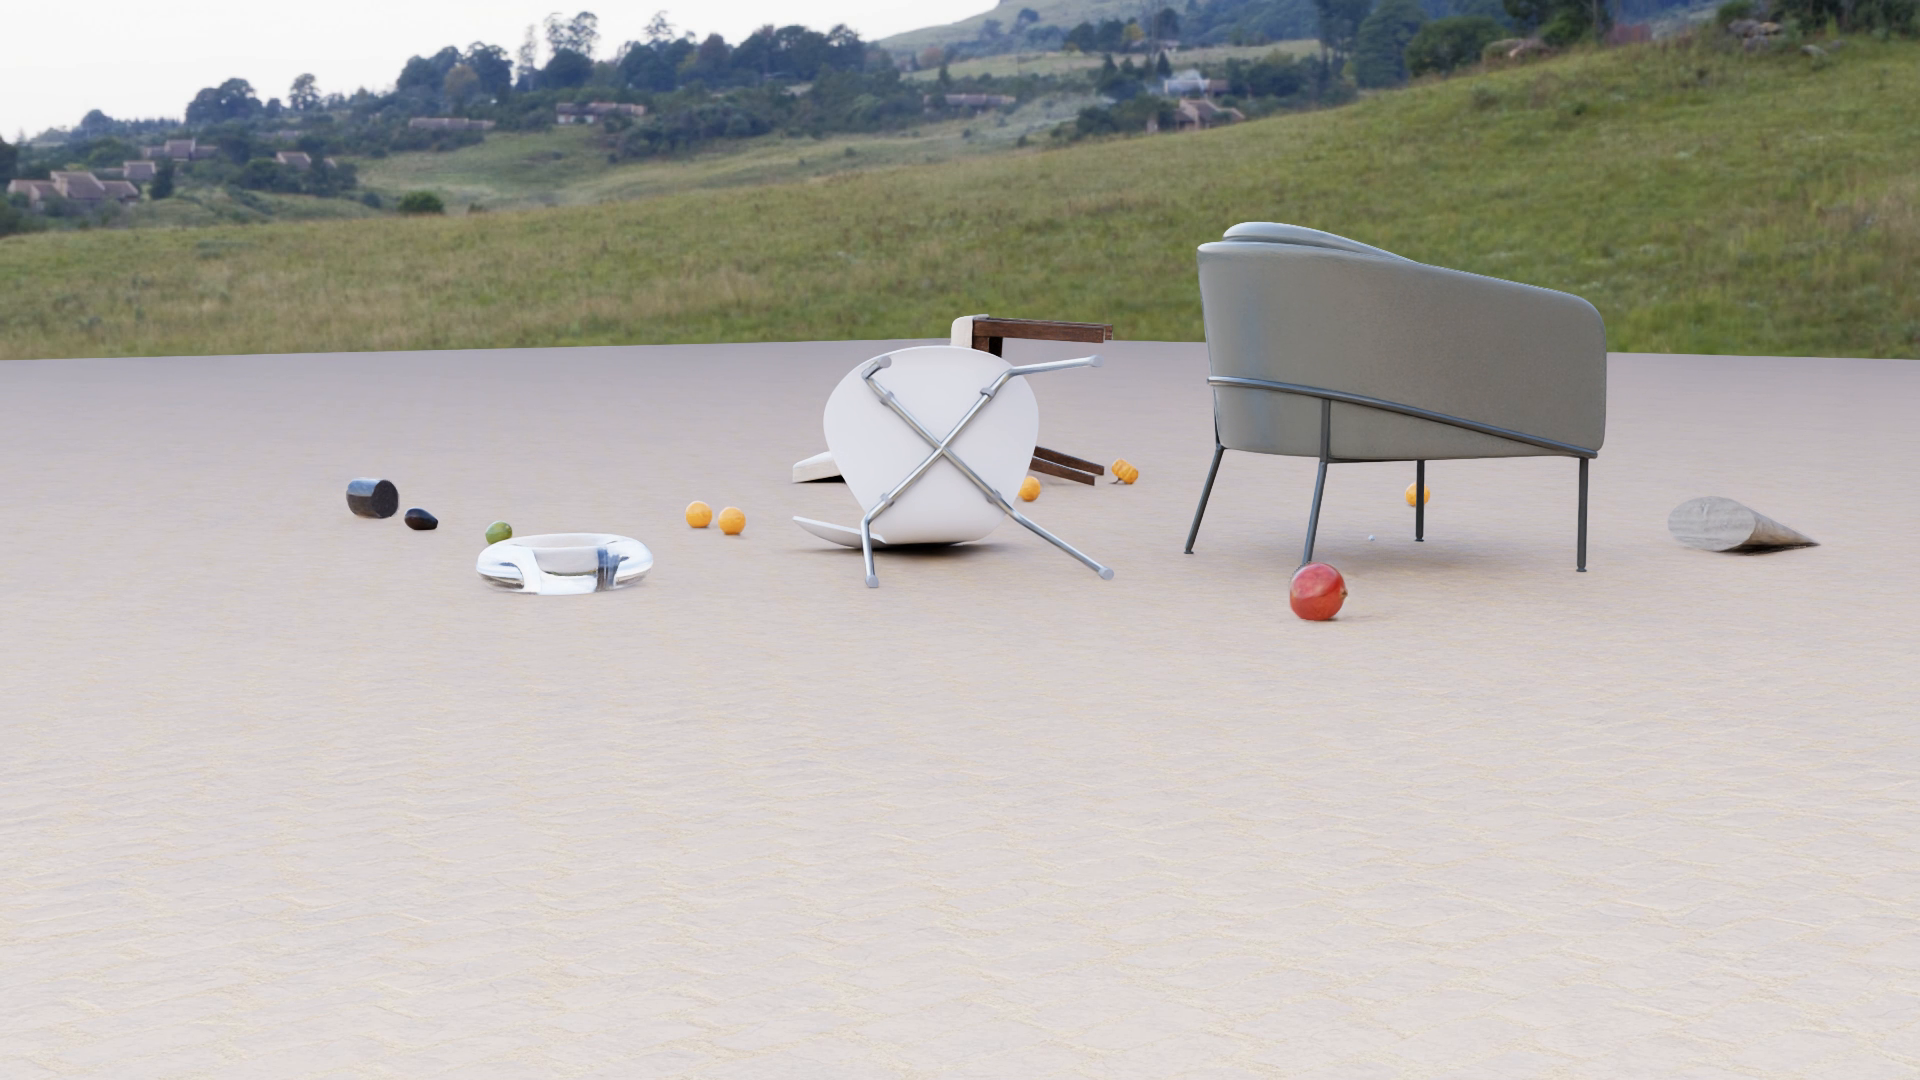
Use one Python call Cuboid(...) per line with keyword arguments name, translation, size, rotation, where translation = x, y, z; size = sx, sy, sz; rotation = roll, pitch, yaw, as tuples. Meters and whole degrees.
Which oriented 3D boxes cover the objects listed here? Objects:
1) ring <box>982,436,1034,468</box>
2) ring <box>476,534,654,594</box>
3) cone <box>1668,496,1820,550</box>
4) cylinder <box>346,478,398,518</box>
Cuboid(name="ring", translation=(0.169, -0.305, 8.893), size=(0.190, 0.098, 0.142), rotation=(-2, 13, -26))
Cuboid(name="ring", translation=(-0.838, 0.050, 5.450), size=(0.348, 0.099, 0.394), rotation=(6, 9, 40))
Cuboid(name="cone", translation=(1.959, -0.014, 6.228), size=(0.351, 0.131, 0.315), rotation=(9, -1, -24))
Cuboid(name="cylinder", translation=(-1.606, -0.114, 7.015), size=(0.121, 0.105, 0.086), rotation=(5, 16, 42))
